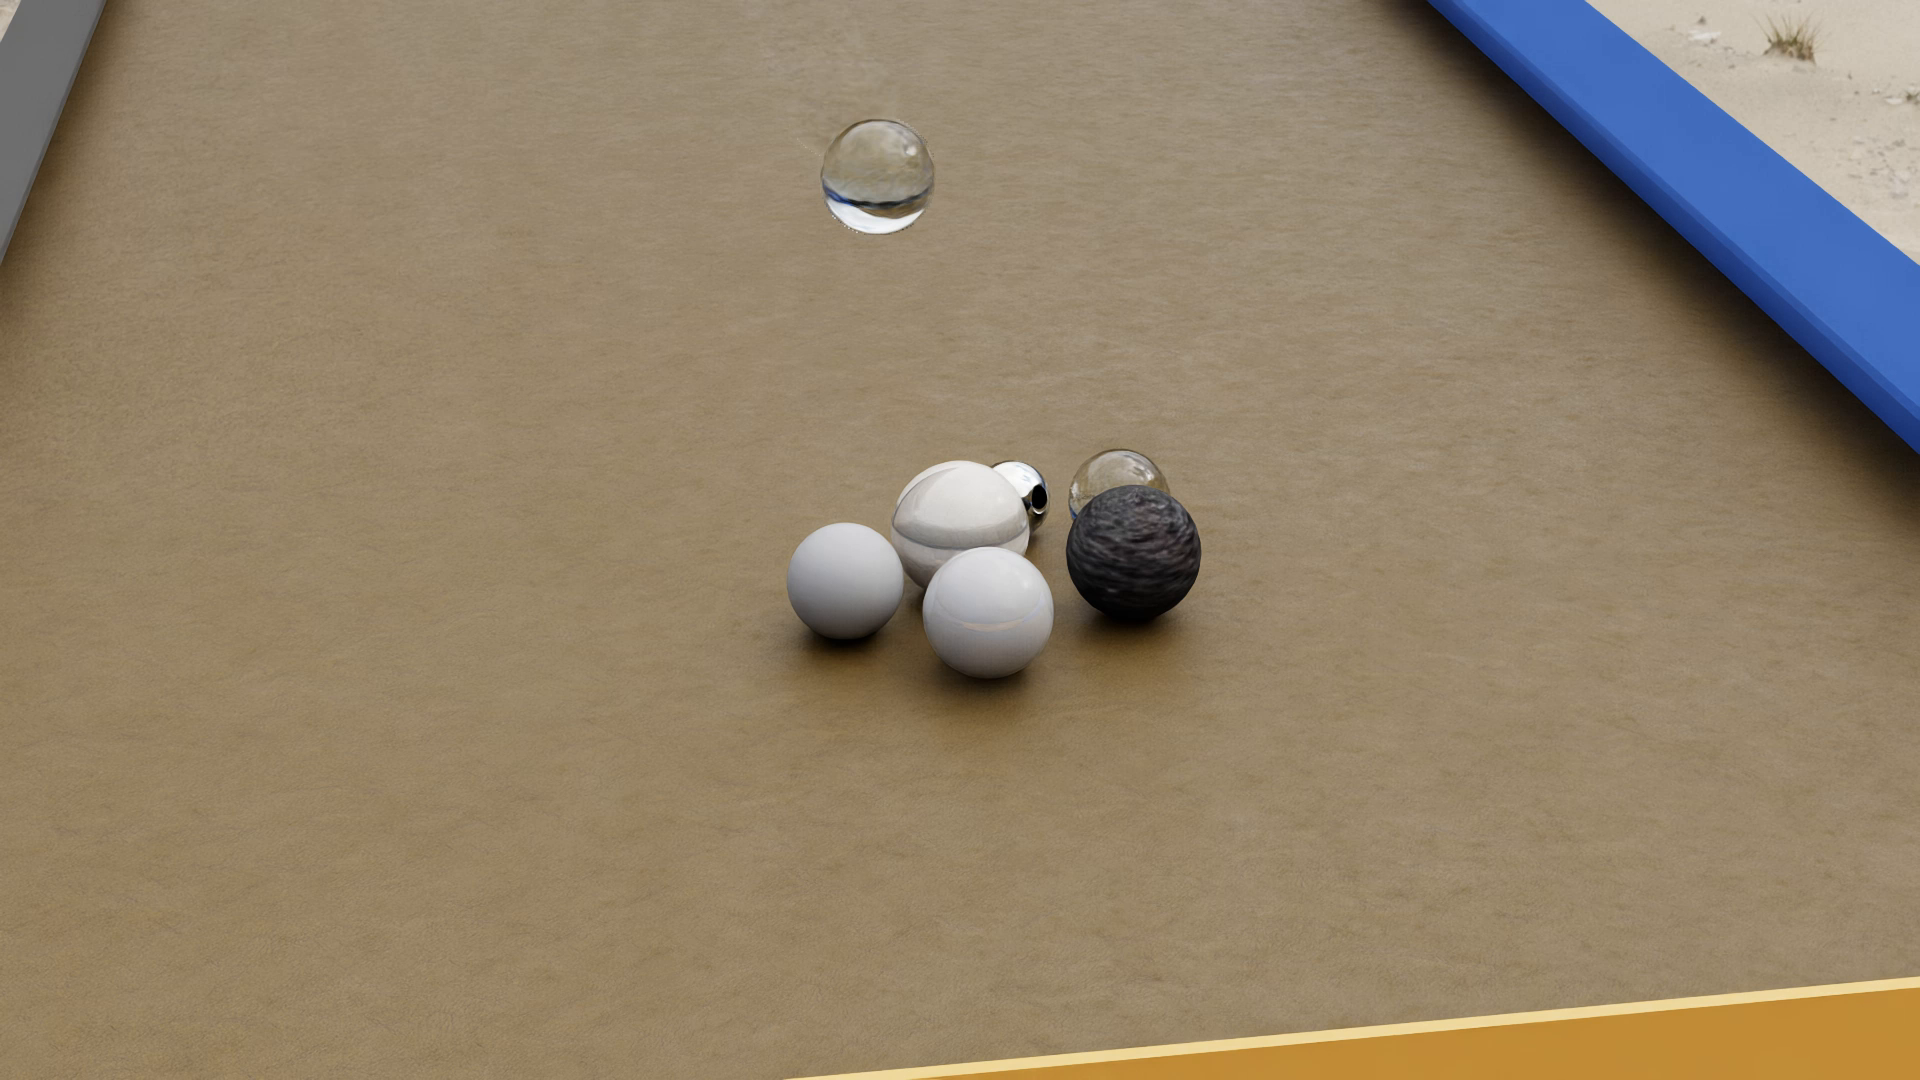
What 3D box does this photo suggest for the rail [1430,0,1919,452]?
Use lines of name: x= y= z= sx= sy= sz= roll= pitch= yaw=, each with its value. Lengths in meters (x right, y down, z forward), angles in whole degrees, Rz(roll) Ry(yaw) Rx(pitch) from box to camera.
rail: x=0.594 y=-0.374 z=2.647 sx=0.045 sy=0.130 sz=2.807 roll=-4 pitch=26 yaw=-8

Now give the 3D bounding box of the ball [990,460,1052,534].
ball: x=0.035 y=-0.028 z=2.022 sx=0.055 sy=0.055 sz=0.055 roll=0 pitch=26 yaw=0

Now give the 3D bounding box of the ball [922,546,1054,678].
ball: x=0.018 y=0.045 z=1.840 sx=0.083 sy=0.083 sz=0.083 roll=0 pitch=26 yaw=0

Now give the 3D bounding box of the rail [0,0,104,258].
rail: x=-0.805 y=-0.281 z=2.456 sx=0.045 sy=0.130 sz=2.807 roll=-4 pitch=26 yaw=-8

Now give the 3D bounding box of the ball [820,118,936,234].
ball: x=-0.072 y=-0.317 z=2.567 sx=0.100 sy=0.100 sz=0.100 roll=0 pitch=26 yaw=0

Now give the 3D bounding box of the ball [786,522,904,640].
ball: x=-0.074 y=0.027 z=1.887 sx=0.076 sy=0.076 sz=0.076 roll=0 pitch=26 yaw=0

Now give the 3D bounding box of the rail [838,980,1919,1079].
rail: x=0.102 y=0.268 z=1.325 sx=1.463 sy=0.130 sz=0.045 roll=-4 pitch=26 yaw=-8

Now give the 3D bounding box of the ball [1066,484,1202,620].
ball: x=0.113 y=0.008 z=1.910 sx=0.088 sy=0.088 sz=0.088 roll=0 pitch=26 yaw=0

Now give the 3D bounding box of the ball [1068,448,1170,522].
ball: x=0.108 y=-0.028 z=2.005 sx=0.070 sy=0.070 sz=0.070 roll=0 pitch=26 yaw=0

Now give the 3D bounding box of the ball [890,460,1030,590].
ball: x=0.000 y=-0.006 z=1.936 sx=0.092 sy=0.092 sz=0.092 roll=0 pitch=26 yaw=0
